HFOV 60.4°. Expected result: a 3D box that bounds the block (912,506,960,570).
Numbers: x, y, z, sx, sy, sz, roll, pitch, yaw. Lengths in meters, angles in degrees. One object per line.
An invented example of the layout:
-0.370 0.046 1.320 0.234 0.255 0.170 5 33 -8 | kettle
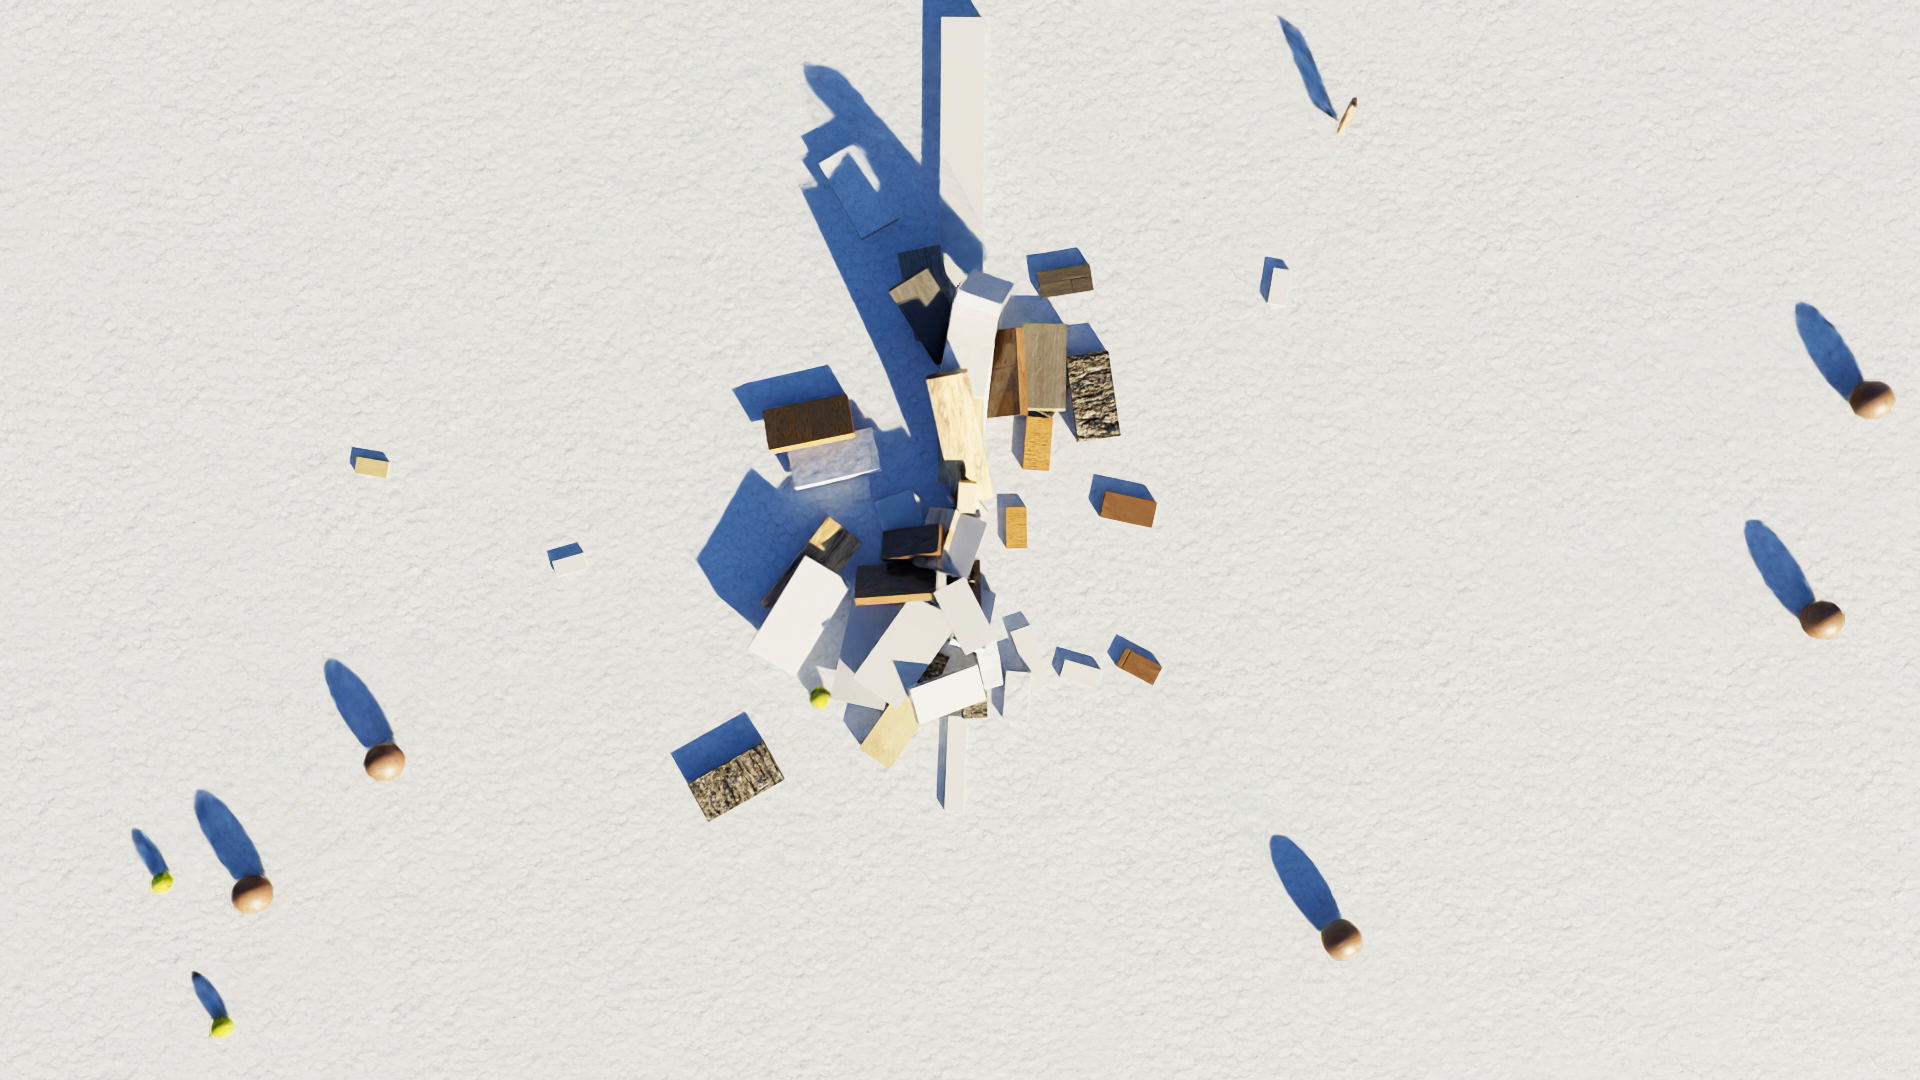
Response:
-0.078 -0.006 5.399 0.102 0.029 0.204 7 71 33 | block

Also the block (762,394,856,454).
-0.500 -0.384 5.457 0.286 0.041 0.143 -11 72 1 | block

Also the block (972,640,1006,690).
0.093 0.406 5.469 0.083 0.024 0.167 -13 90 -30 | block

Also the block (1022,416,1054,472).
0.259 -0.320 5.488 0.088 0.025 0.175 4 90 0 | block

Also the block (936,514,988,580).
0.008 0.023 5.402 0.102 0.029 0.204 20 76 3 | block

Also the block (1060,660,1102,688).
0.401 0.445 5.491 0.127 0.018 0.063 16 90 0 | block

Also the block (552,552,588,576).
-1.298 0.082 5.492 0.107 0.015 0.054 -16 90 0 | block

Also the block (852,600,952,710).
-0.176 0.356 5.408 0.180 0.051 0.359 36 81 -4 | block

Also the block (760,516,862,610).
-0.493 0.108 5.462 0.142 0.040 0.366 38 89 -13 | block

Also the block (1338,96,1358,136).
1.275 -1.395 5.427 0.017 0.118 0.059 18 50 -1 | block

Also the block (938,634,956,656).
-0.114 0.401 5.483 0.122 0.035 0.320 31 90 0 | block

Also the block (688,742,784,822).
-0.743 0.802 5.480 0.286 0.041 0.143 -29 90 0 | block

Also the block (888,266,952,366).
-0.093 -0.729 5.373 0.145 0.041 0.290 -31 110 7 | block

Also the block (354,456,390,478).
-1.957 -0.241 5.492 0.107 0.015 0.054 10 90 0 | block

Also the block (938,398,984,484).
0.003 -0.339 5.429 0.152 0.043 0.304 0 110 0 | block

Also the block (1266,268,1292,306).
1.063 -0.842 5.492 0.060 0.017 0.120 10 90 0 | block

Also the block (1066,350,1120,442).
0.442 -0.476 5.480 0.142 0.040 0.284 -8 90 0 | block

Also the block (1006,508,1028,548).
0.188 -0.040 5.490 0.069 0.020 0.138 -1 90 0 | block

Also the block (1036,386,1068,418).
0.307 -0.470 5.479 0.060 0.017 0.122 27 80 5 | block

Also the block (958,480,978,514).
0.024 -0.141 5.384 0.059 0.017 0.118 5 127 2 | block

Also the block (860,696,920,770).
-0.215 0.624 5.462 0.122 0.035 0.244 35 100 -1 | block

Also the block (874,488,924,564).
-0.178 -0.021 5.481 0.134 0.038 0.268 -20 90 0 | block

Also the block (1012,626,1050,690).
0.235 0.391 5.490 0.069 0.020 0.206 -19 90 0 | block

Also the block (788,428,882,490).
-0.418 -0.269 5.468 0.290 0.041 0.143 -13 80 0 | block

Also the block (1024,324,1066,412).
0.279 -0.572 5.461 0.143 0.041 0.286 1 82 0 | block

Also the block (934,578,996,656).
0.015 0.245 5.319 0.113 0.032 0.226 -27 89 -6 | block

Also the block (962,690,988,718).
0.047 0.508 5.477 0.083 0.024 0.166 -2 90 -16 | block

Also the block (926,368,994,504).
0.003 -0.333 5.359 0.134 0.038 0.455 -10 118 5 | block

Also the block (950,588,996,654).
0.044 0.256 5.413 0.113 0.032 0.226 18 54 -8 | block

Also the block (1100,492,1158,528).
0.560 -0.101 5.488 0.176 0.025 0.088 12 90 0 | block

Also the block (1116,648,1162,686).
0.596 0.421 5.490 0.138 0.020 0.069 28 90 0 | block

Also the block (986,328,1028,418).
0.149 -0.549 5.438 0.142 0.040 0.284 -3 90 41 | block

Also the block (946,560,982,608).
0.012 0.166 5.419 0.113 0.032 0.226 -1 53 0 | block

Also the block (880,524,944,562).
-0.157 0.011 5.390 0.204 0.029 0.102 -7 64 22 | block

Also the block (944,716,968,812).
-0.014 0.745 5.491 0.063 0.018 0.317 2 90 0 | block

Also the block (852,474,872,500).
-0.330 -0.194 5.492 0.060 0.017 0.120 -8 90 0 | block

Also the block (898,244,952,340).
-0.107 -0.815 5.439 0.145 0.041 0.290 -12 90 0 | block

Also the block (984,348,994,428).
0.019 -0.506 5.421 0.152 0.043 0.304 4 110 -6 | block

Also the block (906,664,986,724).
-0.044 0.503 5.403 0.244 0.035 0.122 -19 102 -20 | block

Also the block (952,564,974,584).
0.006 0.082 5.447 0.074 0.021 0.148 -4 53 0 | block

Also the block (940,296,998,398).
0.028 -0.621 5.327 0.152 0.043 0.304 10 90 -6 | block

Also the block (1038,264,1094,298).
0.351 -0.860 5.488 0.176 0.025 0.088 -9 90 0 | block

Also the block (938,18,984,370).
0.006 -1.148 5.480 0.143 0.041 1.165 0 90 0 | block

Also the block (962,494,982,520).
0.033 -0.112 5.429 0.059 0.017 0.118 -8 125 4 | block

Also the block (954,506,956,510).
-0.016 -0.030 5.449 0.074 0.021 0.148 -25 71 -8 | block

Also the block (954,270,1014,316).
0.082 -0.798 5.316 0.145 0.290 0.041 20 114 2 | block

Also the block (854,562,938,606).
-0.207 0.140 5.405 0.268 0.038 0.134 -4 51 7 | block

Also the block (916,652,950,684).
-0.089 0.432 5.456 0.063 0.018 0.127 25 90 0 | block

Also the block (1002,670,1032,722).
0.190 0.518 5.477 0.083 0.024 0.167 5 94 9 | block

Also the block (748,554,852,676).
-0.529 0.247 5.426 0.180 0.051 0.359 31 91 -13 | block

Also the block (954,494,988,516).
0.037 -0.118 5.446 0.059 0.017 0.118 -29 121 18 | block

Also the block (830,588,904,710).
-0.298 0.354 5.453 0.180 0.051 0.387 12 83 0 | block

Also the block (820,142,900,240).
-0.335 -1.158 5.480 0.143 0.041 0.286 -30 90 0 | block
